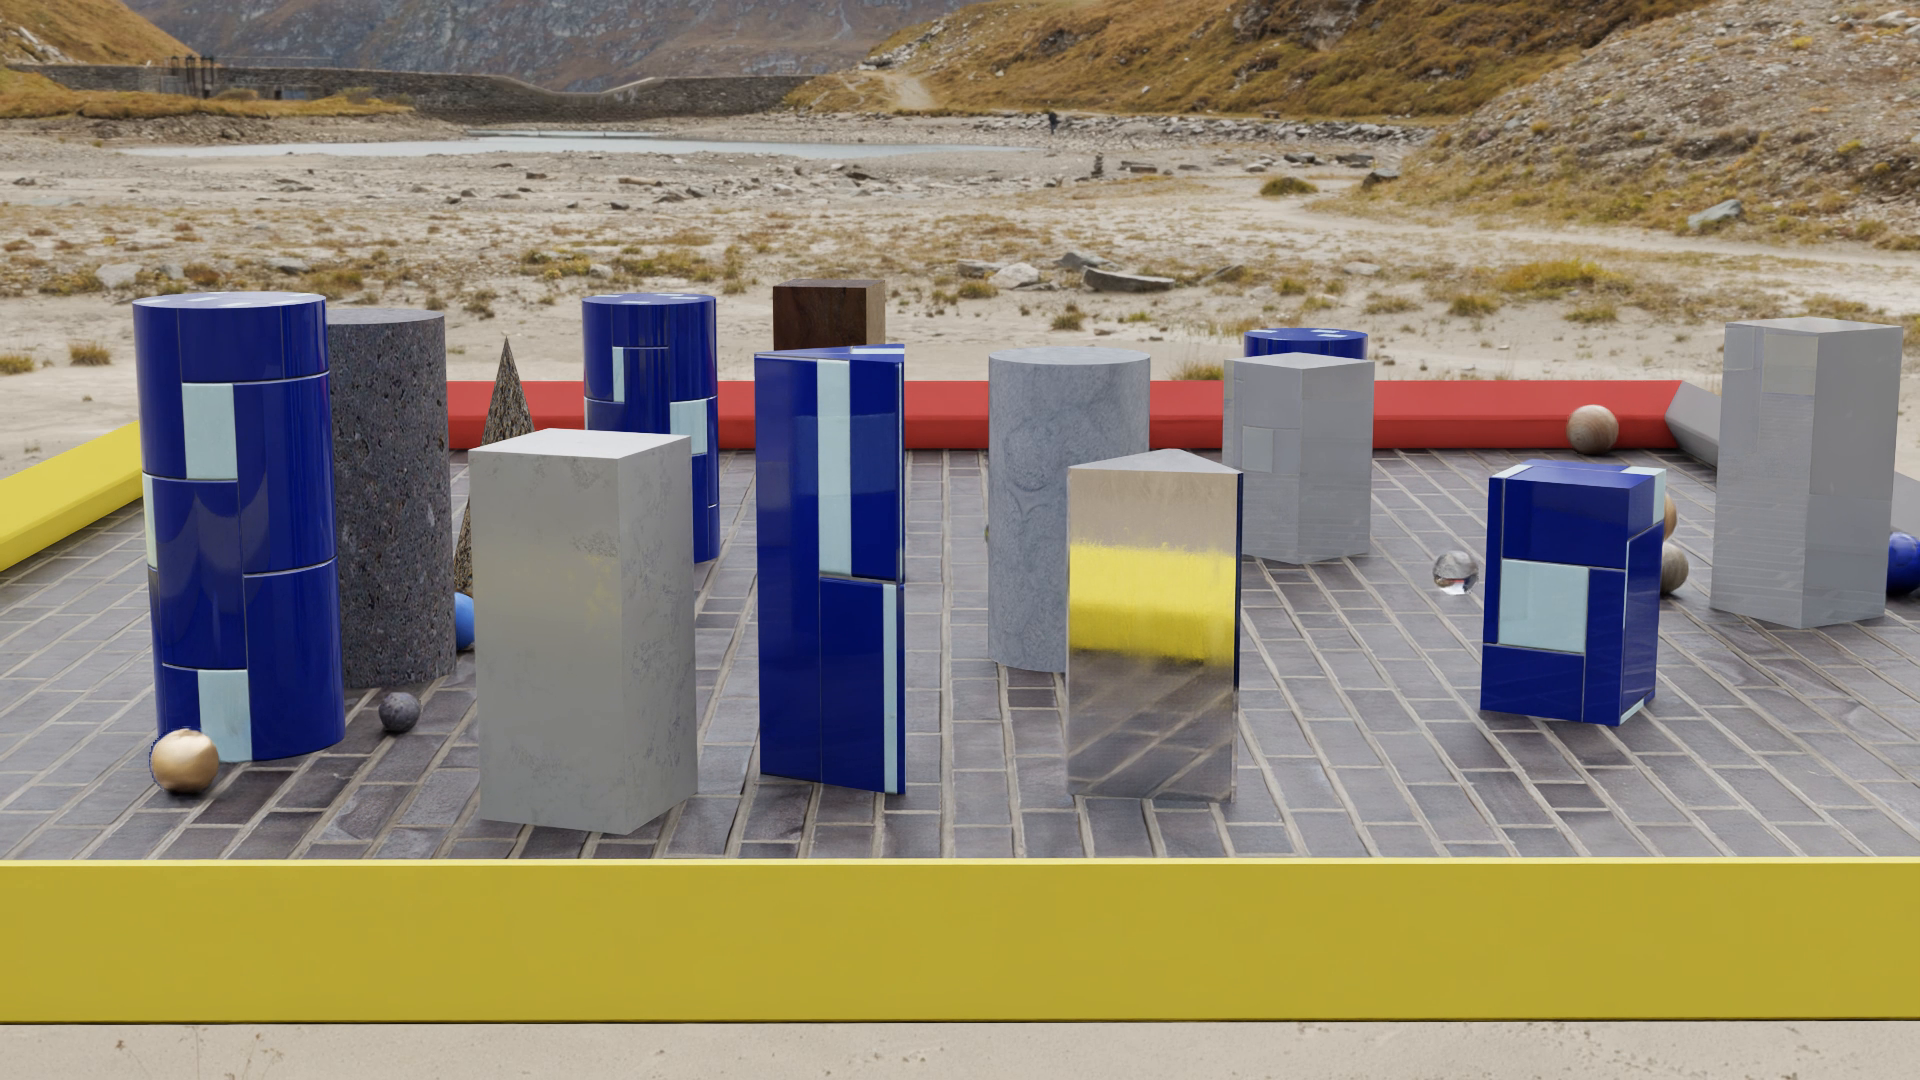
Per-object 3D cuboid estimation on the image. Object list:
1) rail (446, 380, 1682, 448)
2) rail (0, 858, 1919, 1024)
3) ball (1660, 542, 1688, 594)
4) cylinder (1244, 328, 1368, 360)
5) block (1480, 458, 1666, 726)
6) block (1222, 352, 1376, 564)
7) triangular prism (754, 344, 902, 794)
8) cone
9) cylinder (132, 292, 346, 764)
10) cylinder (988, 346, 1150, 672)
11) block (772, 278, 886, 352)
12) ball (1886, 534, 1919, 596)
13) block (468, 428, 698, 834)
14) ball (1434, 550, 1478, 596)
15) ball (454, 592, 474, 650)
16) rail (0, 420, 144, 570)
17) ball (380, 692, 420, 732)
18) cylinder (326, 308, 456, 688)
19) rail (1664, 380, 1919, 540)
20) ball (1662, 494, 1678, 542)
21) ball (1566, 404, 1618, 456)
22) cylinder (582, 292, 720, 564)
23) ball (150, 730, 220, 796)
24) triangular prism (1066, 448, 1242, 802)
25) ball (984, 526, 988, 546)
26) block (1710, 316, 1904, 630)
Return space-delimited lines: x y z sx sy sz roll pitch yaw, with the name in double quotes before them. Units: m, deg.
"rail" -0.009 -0.237 4.910 2.797 0.129 0.045 0 10 0
"rail" 0.009 0.303 1.988 2.797 0.129 0.045 0 10 0
"ball" 0.979 0.039 3.578 0.072 0.072 0.072 0 10 0
"cylinder" 0.556 -0.183 4.153 0.199 0.301 0.199 0 10 0
"block" 0.704 0.056 2.945 0.159 0.269 0.159 6 12 29
"block" 0.509 -0.127 3.875 0.159 0.290 0.159 -9 13 -39
"triangular prism" -0.098 0.022 2.661 0.172 0.439 0.149 6 12 28
"cone" -0.596 -0.084 3.402 0.199 0.378 0.199 0 10 0
"cylinder" -0.775 -0.019 2.767 0.199 0.481 0.199 0 10 0
"cylinder" 0.134 -0.042 3.181 0.199 0.376 0.199 0 10 0
"block" -0.220 -0.255 4.365 0.159 0.364 0.159 2 11 10
"ball" 1.304 0.034 3.569 0.086 0.086 0.086 0 10 0
"block" -0.368 0.085 2.526 0.159 0.365 0.159 4 11 19
"ball" 0.690 0.045 3.571 0.063 0.063 0.063 0 10 0
"ball" -0.639 0.102 3.239 0.072 0.072 0.072 0 10 0
"rail" -1.375 0.035 3.441 0.045 0.129 3.019 0 10 0
"ball" -0.620 0.190 2.840 0.044 0.044 0.044 0 10 0
"cylinder" -0.716 -0.055 3.097 0.199 0.432 0.199 0 10 0
"rail" 1.375 0.032 3.457 0.045 0.129 3.019 0 10 0
"ball" 1.041 -0.036 3.909 0.099 0.099 0.099 0 10 0
"ball" 1.197 -0.209 4.853 0.096 0.096 0.096 0 10 0
"cylinder" -0.461 -0.168 3.837 0.199 0.386 0.199 0 10 0
"ball" -0.783 0.224 2.593 0.067 0.067 0.067 0 10 0
"triangular prism" 0.206 0.082 2.625 0.172 0.334 0.149 2 11 12
"ball" 0.069 -0.006 3.848 0.064 0.064 0.064 0 10 0
"block" 1.129 -0.094 3.429 0.159 0.389 0.159 -6 12 -29
